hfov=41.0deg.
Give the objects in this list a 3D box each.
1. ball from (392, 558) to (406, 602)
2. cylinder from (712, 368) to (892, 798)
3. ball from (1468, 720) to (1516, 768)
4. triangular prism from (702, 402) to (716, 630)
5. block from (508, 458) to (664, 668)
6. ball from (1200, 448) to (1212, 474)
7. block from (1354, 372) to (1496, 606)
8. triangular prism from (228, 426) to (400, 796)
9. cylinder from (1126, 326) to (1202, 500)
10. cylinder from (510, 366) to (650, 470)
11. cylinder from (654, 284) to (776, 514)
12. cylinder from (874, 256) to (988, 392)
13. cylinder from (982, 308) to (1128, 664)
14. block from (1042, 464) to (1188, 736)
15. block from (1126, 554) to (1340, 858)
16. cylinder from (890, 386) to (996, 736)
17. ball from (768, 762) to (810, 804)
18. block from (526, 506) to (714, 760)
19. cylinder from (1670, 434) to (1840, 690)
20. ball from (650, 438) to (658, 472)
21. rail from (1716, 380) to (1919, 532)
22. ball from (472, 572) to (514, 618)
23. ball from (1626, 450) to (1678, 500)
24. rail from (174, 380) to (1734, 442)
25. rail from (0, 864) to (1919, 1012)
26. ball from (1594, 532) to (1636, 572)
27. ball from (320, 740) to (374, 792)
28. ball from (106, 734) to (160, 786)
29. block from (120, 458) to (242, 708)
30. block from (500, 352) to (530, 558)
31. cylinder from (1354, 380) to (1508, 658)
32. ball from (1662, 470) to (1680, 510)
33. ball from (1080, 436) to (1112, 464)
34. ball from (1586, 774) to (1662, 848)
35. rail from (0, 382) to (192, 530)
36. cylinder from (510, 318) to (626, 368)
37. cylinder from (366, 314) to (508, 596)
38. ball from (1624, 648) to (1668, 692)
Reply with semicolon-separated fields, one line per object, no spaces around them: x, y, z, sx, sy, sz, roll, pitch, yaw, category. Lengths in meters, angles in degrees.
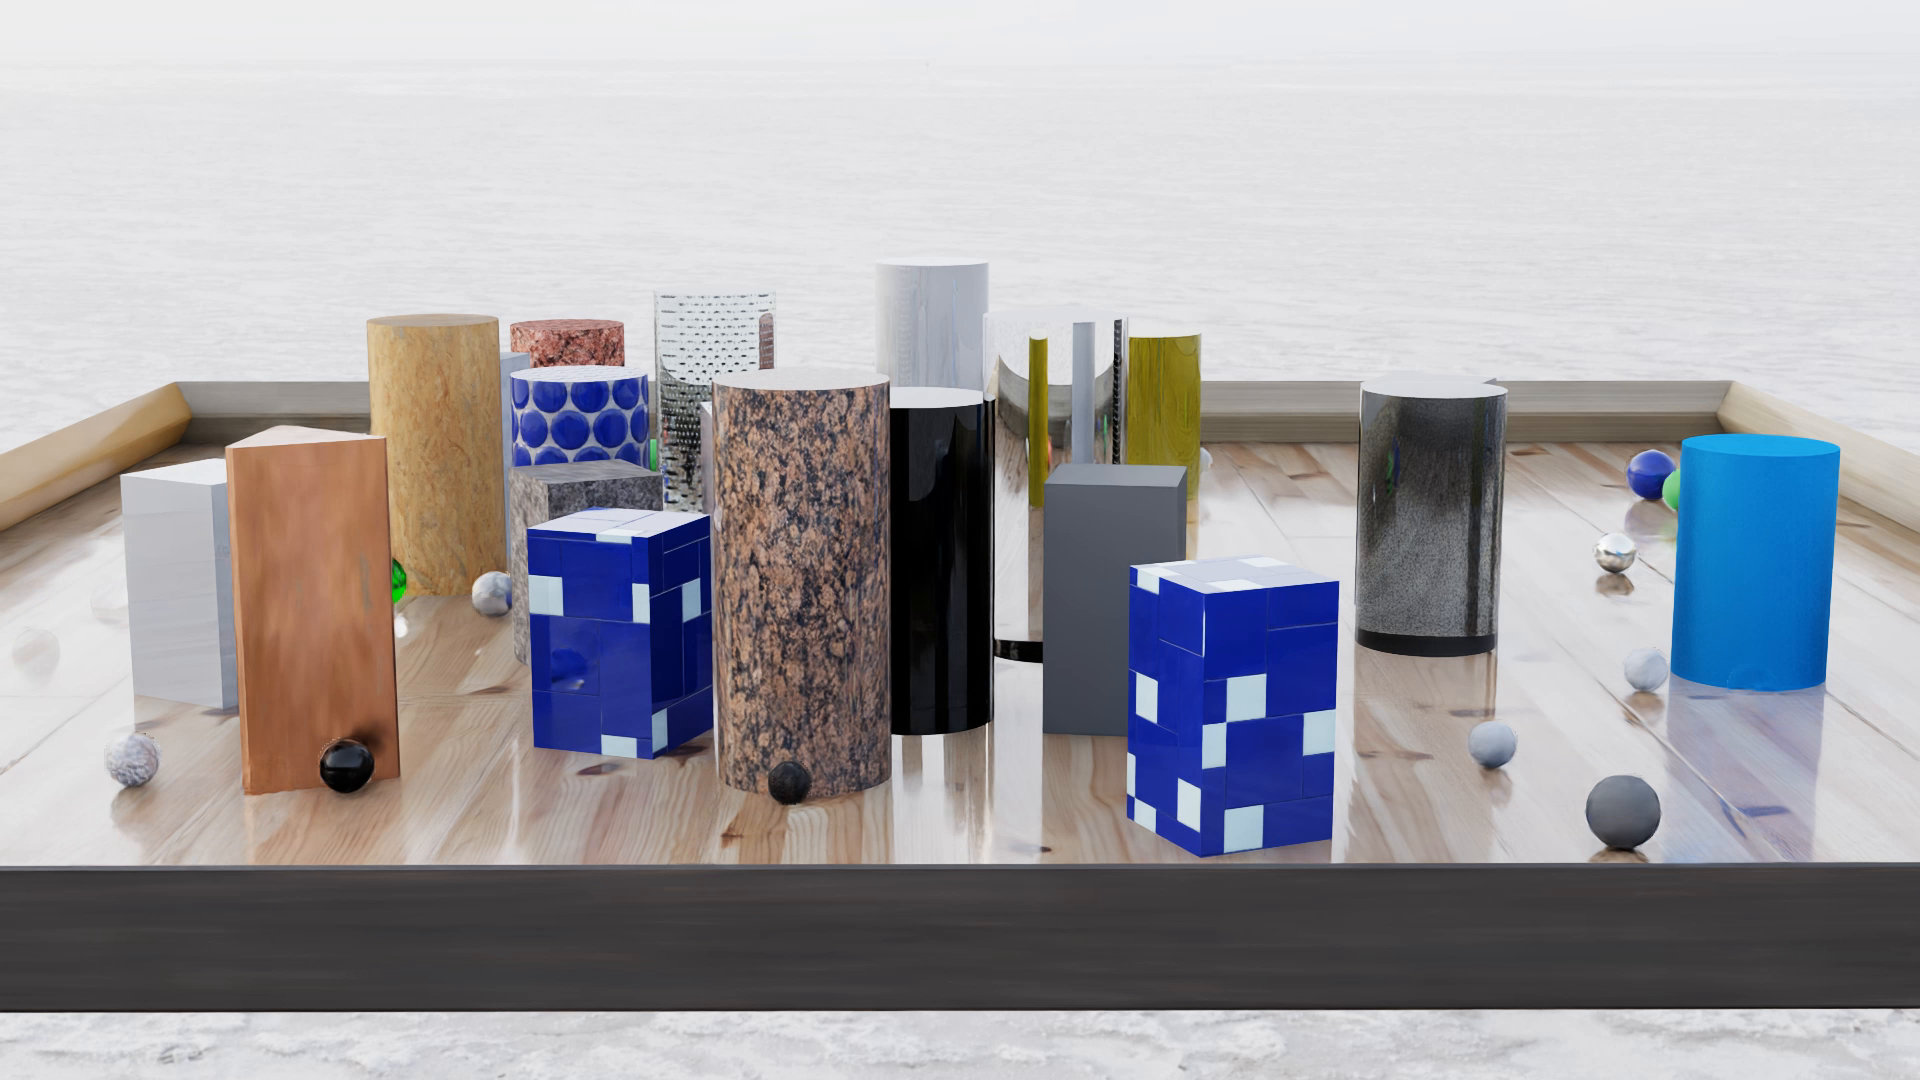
-0.779;0.055;3.439;0.073;0.073;0.073;0;11;0;ball
-0.160;0.039;2.612;0.179;0.409;0.179;0;11;0;cylinder
0.553;0.212;2.667;0.049;0.049;0.049;0;11;0;ball
-0.292;-0.032;3.331;0.155;0.283;0.134;-9;14;-41;triangular prism
-0.451;0.034;3.103;0.143;0.238;0.143;-6;12;-27;block
0.407;-0.136;4.390;0.047;0.047;0.047;0;11;0;ball
0.628;-0.066;3.461;0.143;0.302;0.143;6;12;27;block
-0.674;0.065;2.629;0.155;0.352;0.134;-5;12;-26;triangular prism
0.315;-0.212;4.310;0.179;0.276;0.179;0;11;0;cylinder
-0.497;-0.060;3.381;0.179;0.320;0.179;0;11;0;cylinder
-0.358;-0.173;3.781;0.179;0.394;0.179;0;11;0;cylinder
-0.044;-0.230;4.030;0.179;0.415;0.179;0;11;0;cylinder
0.117;-0.070;3.176;0.179;0.416;0.179;0;11;0;cylinder
0.172;0.064;2.837;0.143;0.277;0.143;2;11;9;block
0.257;0.154;2.437;0.143;0.249;0.143;-5;12;-24;block
-0.050;0.020;2.850;0.179;0.360;0.179;0;11;0;cylinder
-0.169;0.240;2.538;0.042;0.042;0.042;0;11;0;ball
-0.364;0.097;2.767;0.143;0.238;0.143;4;11;21;block
0.945;0.024;3.055;0.179;0.277;0.179;0;11;0;cylinder
-0.530;-0.142;4.496;0.071;0.071;0.071;0;11;0;ball
1.471;0.028;3.458;0.045;0.116;3.000;0;11;0;rail
-0.611;0.072;3.369;0.060;0.060;0.060;0;11;0;ball
1.156;-0.109;4.285;0.083;0.083;0.083;0;11;0;ball
-0.009;-0.243;4.901;2.990;0.116;0.045;0;11;0;rail
0.009;0.303;1.999;2.990;0.116;0.045;0;11;0;rail
0.939;0.018;3.675;0.058;0.058;0.058;0;11;0;ball
-0.616;0.227;2.576;0.054;0.054;0.054;0;11;0;ball
-0.837;0.223;2.599;0.053;0.053;0.053;0;11;0;ball
-0.862;0.047;2.982;0.143;0.257;0.143;6;12;29;block
-0.731;-0.126;3.808;0.143;0.293;0.143;3;11;16;block
0.590;-0.030;3.219;0.179;0.321;0.179;0;11;0;cylinder
1.178;-0.081;4.167;0.071;0.071;0.071;0;11;0;ball
0.244;-0.158;4.610;0.058;0.058;0.058;0;11;0;ball
0.619;0.253;2.394;0.069;0.069;0.069;0;11;0;ball
-1.471;0.031;3.442;0.045;0.116;3.000;0;11;0;rail
-0.622;-0.188;4.088;0.179;0.311;0.179;0;11;0;cylinder
-0.727;-0.121;3.572;0.179;0.371;0.179;0;11;0;cylinder
0.799;0.152;2.987;0.050;0.050;0.050;0;11;0;ball
